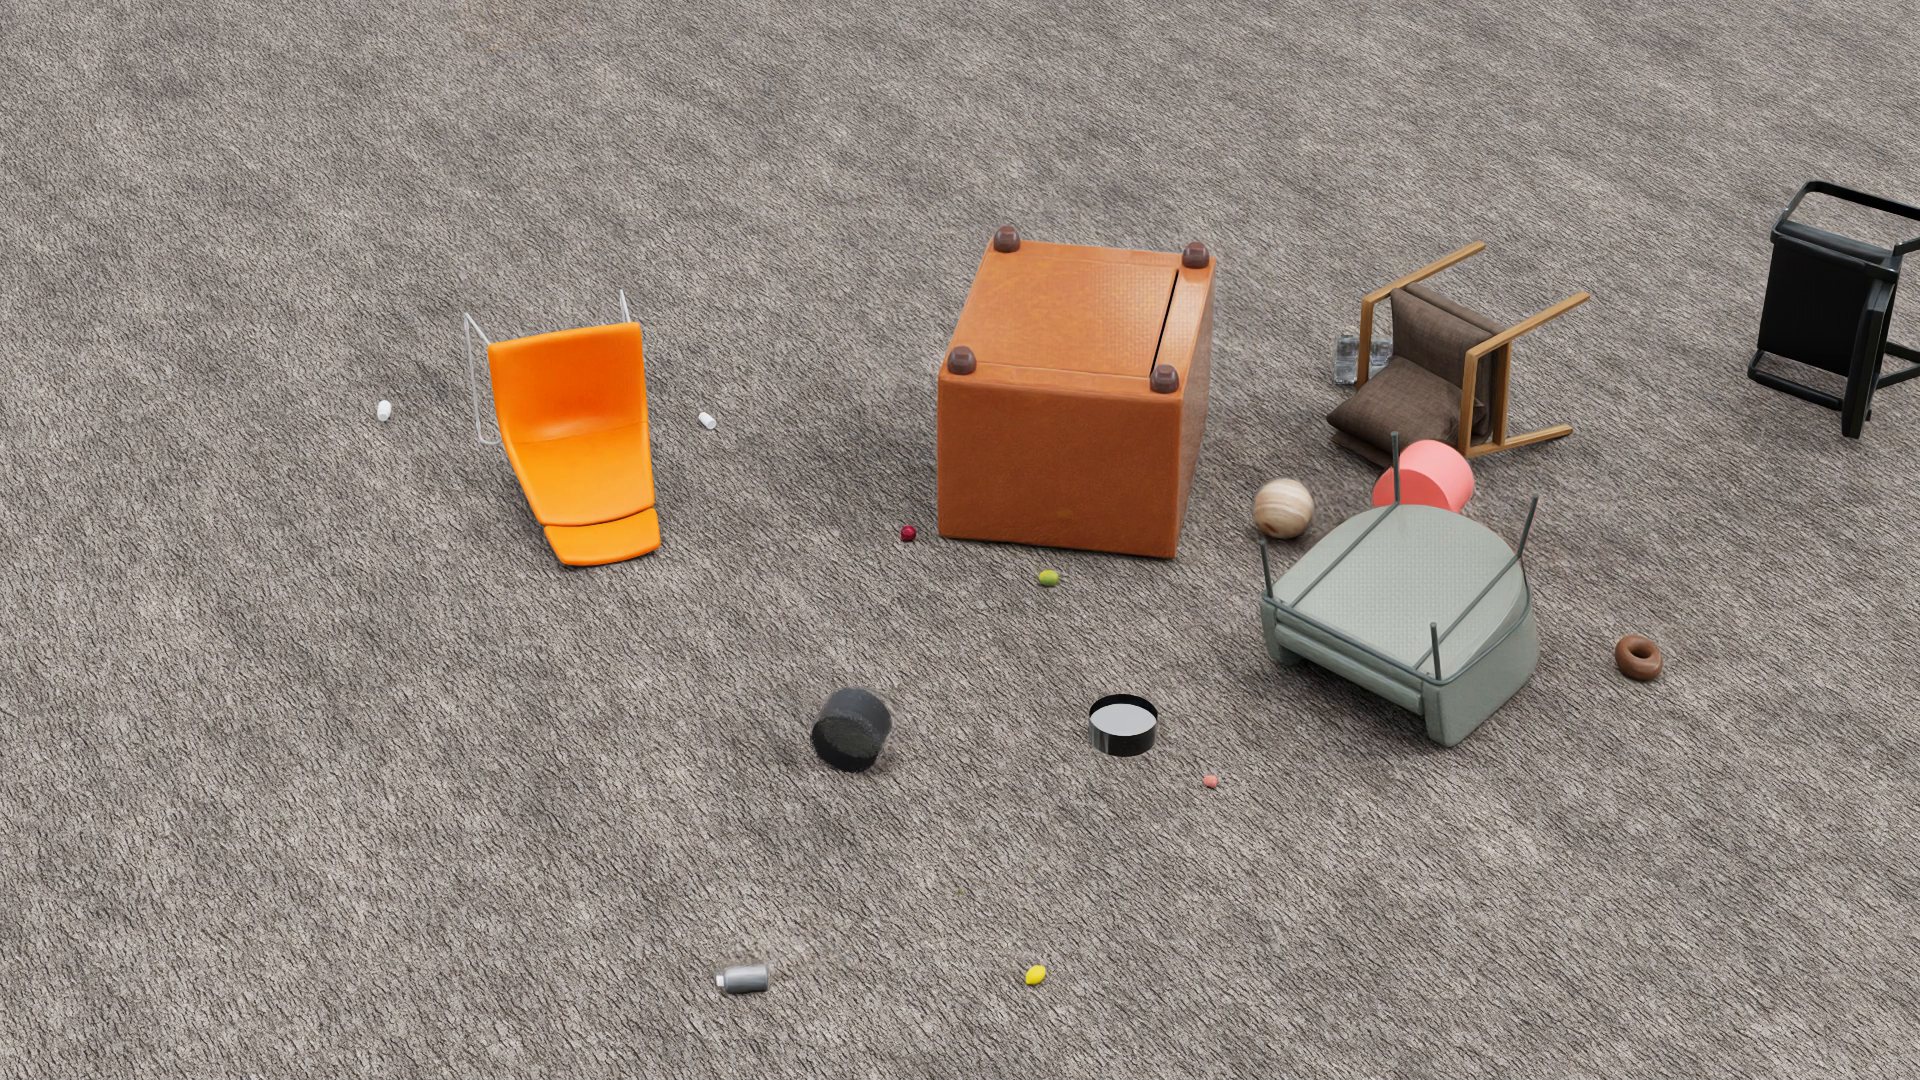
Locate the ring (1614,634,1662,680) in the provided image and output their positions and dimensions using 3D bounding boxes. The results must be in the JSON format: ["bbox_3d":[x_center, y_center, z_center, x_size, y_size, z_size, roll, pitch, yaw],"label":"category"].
[{"bbox_3d":[2.373,0.411,10.248,0.157,0.082,0.213,-7,35,-8],"label":"ring"}]

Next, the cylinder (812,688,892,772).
[{"bbox_3d":[-0.361,0.634,9.775,0.220,0.235,0.160,-34,16,34],"label":"cylinder"}]

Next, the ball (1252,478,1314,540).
[{"bbox_3d":[1.204,-0.117,10.916,0.226,0.226,0.226,0,33,0],"label":"ball"}]

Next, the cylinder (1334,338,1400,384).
[{"bbox_3d":[1.652,-0.728,11.910,0.252,0.152,0.232,3,38,4],"label":"cylinder"}]

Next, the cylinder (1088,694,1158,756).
[{"bbox_3d":[0.551,0.626,9.913,0.232,0.089,0.236,2,33,3],"label":"cylinder"}]

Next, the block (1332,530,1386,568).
[{"bbox_3d":[1.472,0.034,10.815,0.178,0.086,0.113,0,33,0],"label":"block"}]

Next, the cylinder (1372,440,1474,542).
[{"bbox_3d":[1.730,-0.182,10.943,0.306,0.307,0.234,50,44,-4],"label":"cylinder"}]
